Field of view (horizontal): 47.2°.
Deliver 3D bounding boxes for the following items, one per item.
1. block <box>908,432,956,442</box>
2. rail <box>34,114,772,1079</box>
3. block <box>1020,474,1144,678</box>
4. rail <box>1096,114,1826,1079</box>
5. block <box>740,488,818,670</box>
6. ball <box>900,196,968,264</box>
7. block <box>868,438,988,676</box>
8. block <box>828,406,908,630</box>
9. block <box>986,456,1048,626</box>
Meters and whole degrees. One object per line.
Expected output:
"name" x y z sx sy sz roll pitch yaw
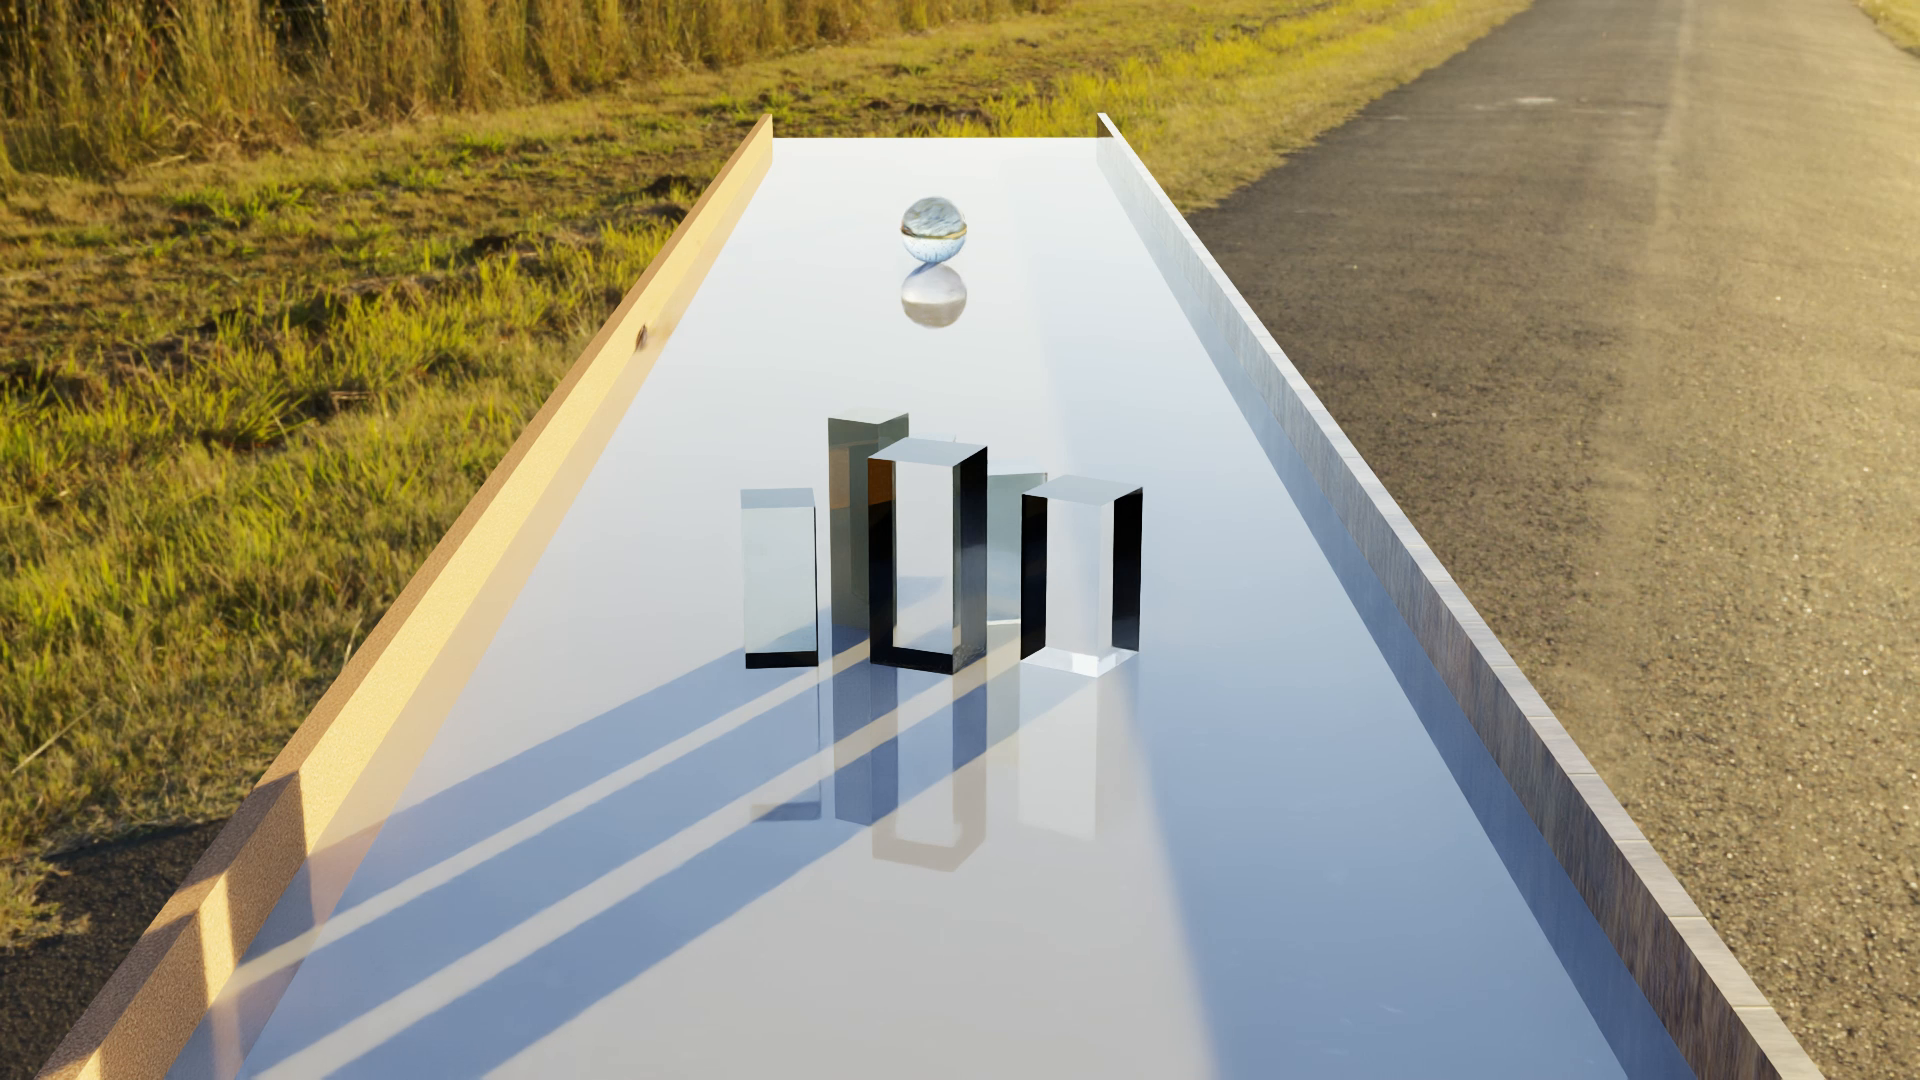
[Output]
"block" -0.068 -0.072 4.915 0.109 0.317 0.109 2 17 6
"rail" -1.118 -0.838 7.780 0.050 0.150 12.000 0 17 -1
"block" 0.242 0.068 4.386 0.176 0.349 0.176 10 19 30
"rail" 0.932 -0.844 7.801 0.050 0.150 12.000 0 17 -1
"block" -0.361 0.075 4.394 0.145 0.330 0.145 -2 17 -6
"ball" -0.108 -1.273 9.023 0.276 0.276 0.276 0 17 0
"block" -0.062 0.030 4.382 0.179 0.424 0.179 7 18 22
"block" -0.188 -0.045 4.595 0.121 0.446 0.121 9 19 28
"block" 0.104 0.001 4.652 0.132 0.326 0.132 -3 17 -11
